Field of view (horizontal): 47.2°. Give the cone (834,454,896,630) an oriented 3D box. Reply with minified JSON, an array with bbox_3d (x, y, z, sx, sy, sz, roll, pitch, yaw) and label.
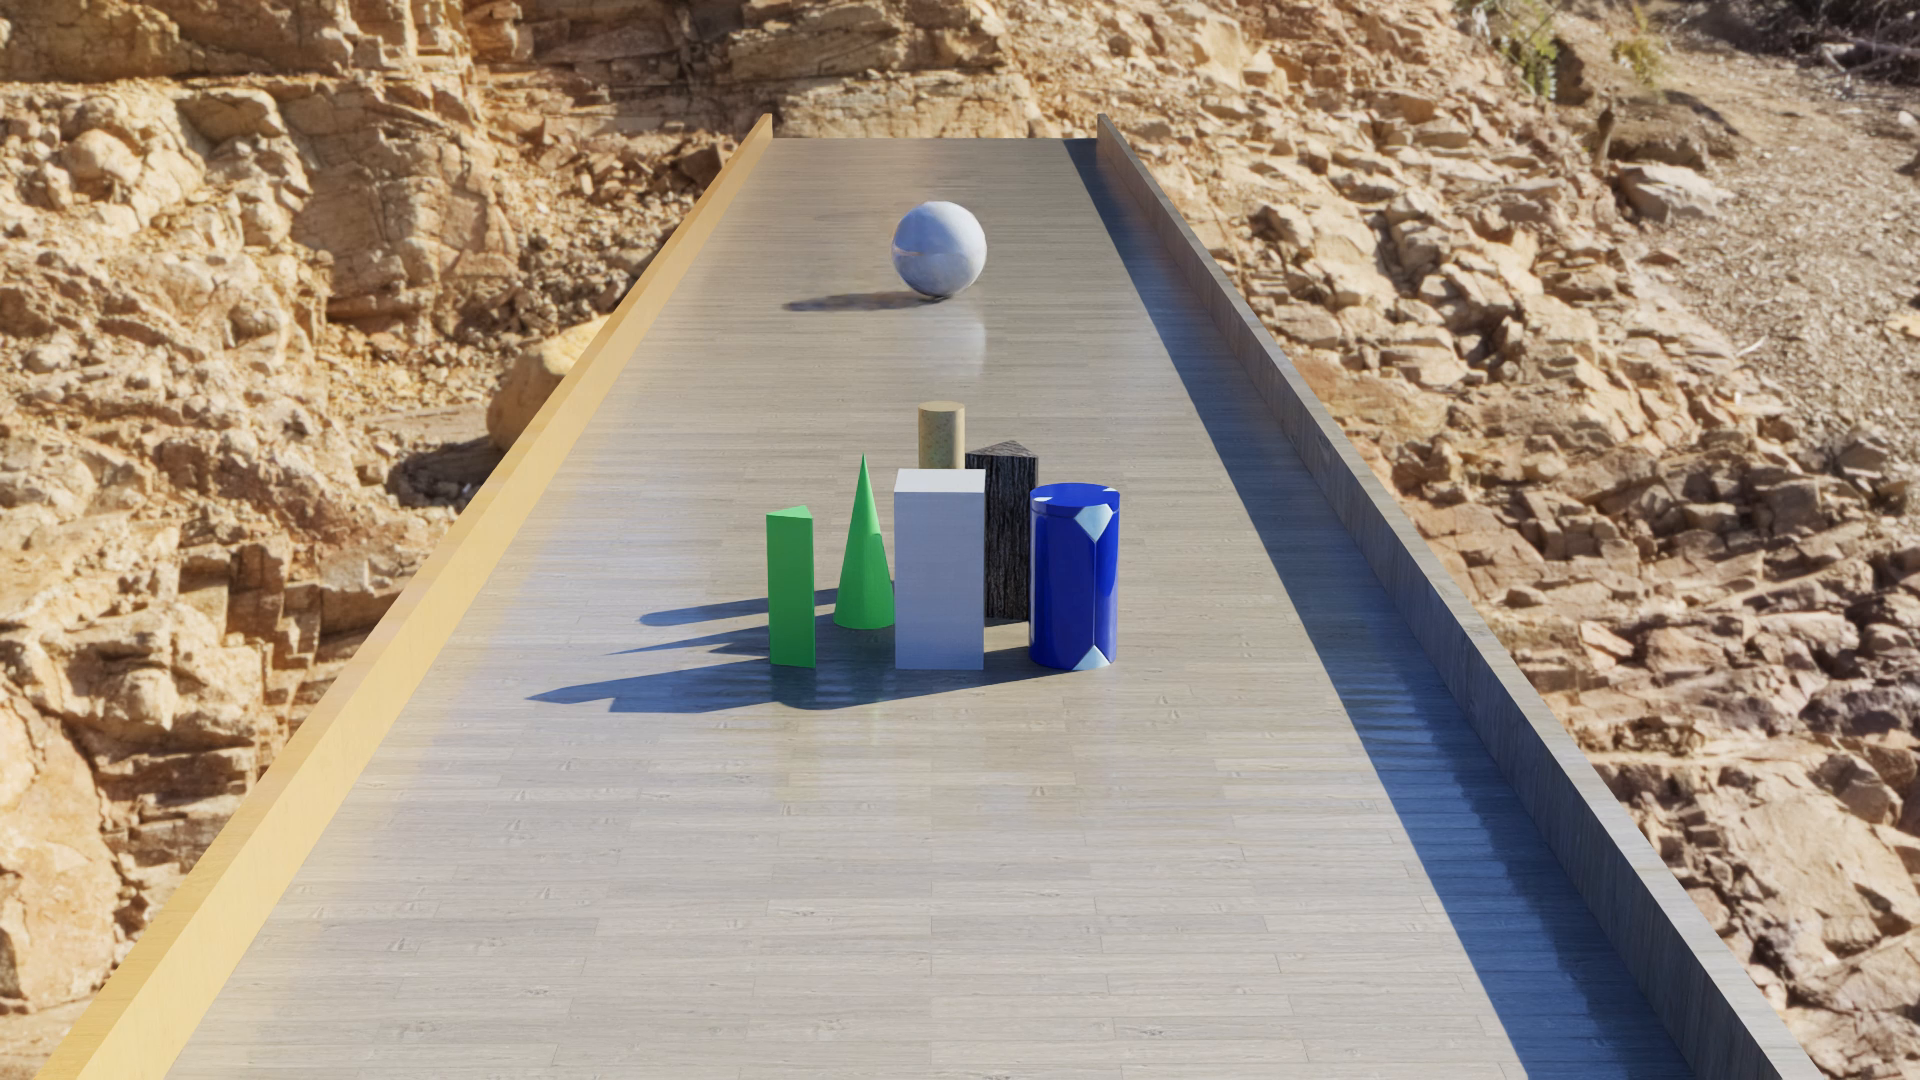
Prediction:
[{"bbox_3d":[-0.200,-0.009,4.614,0.140,0.366,0.140,0,17,0],"label":"cone"}]

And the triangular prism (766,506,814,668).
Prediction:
[{"bbox_3d":[-0.322,0.091,4.380,0.096,0.309,0.083,5,17,17],"label":"triangular prism"}]

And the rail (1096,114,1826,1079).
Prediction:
[{"bbox_3d":[0.932,-0.844,7.801,0.050,0.150,12.000,0,17,-1],"label":"rail"}]

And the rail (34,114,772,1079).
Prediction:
[{"bbox_3d":[-1.118,-0.838,7.780,0.050,0.150,12.000,0,17,-1],"label":"rail"}]

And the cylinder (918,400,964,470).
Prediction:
[{"bbox_3d":[-0.040,-0.100,4.858,0.102,0.402,0.102,0,17,0],"label":"cylinder"}]

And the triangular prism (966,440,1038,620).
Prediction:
[{"bbox_3d":[0.099,-0.024,4.682,0.152,0.356,0.132,3,17,11],"label":"triangular prism"}]

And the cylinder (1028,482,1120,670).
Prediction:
[{"bbox_3d":[0.227,0.071,4.395,0.179,0.337,0.179,0,17,0],"label":"cylinder"}]

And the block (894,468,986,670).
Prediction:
[{"bbox_3d":[-0.038,0.057,4.395,0.174,0.365,0.174,0,17,2],"label":"block"}]

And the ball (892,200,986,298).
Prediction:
[{"bbox_3d":[-0.079,-1.096,8.280,0.360,0.360,0.360,0,17,0],"label":"ball"}]
